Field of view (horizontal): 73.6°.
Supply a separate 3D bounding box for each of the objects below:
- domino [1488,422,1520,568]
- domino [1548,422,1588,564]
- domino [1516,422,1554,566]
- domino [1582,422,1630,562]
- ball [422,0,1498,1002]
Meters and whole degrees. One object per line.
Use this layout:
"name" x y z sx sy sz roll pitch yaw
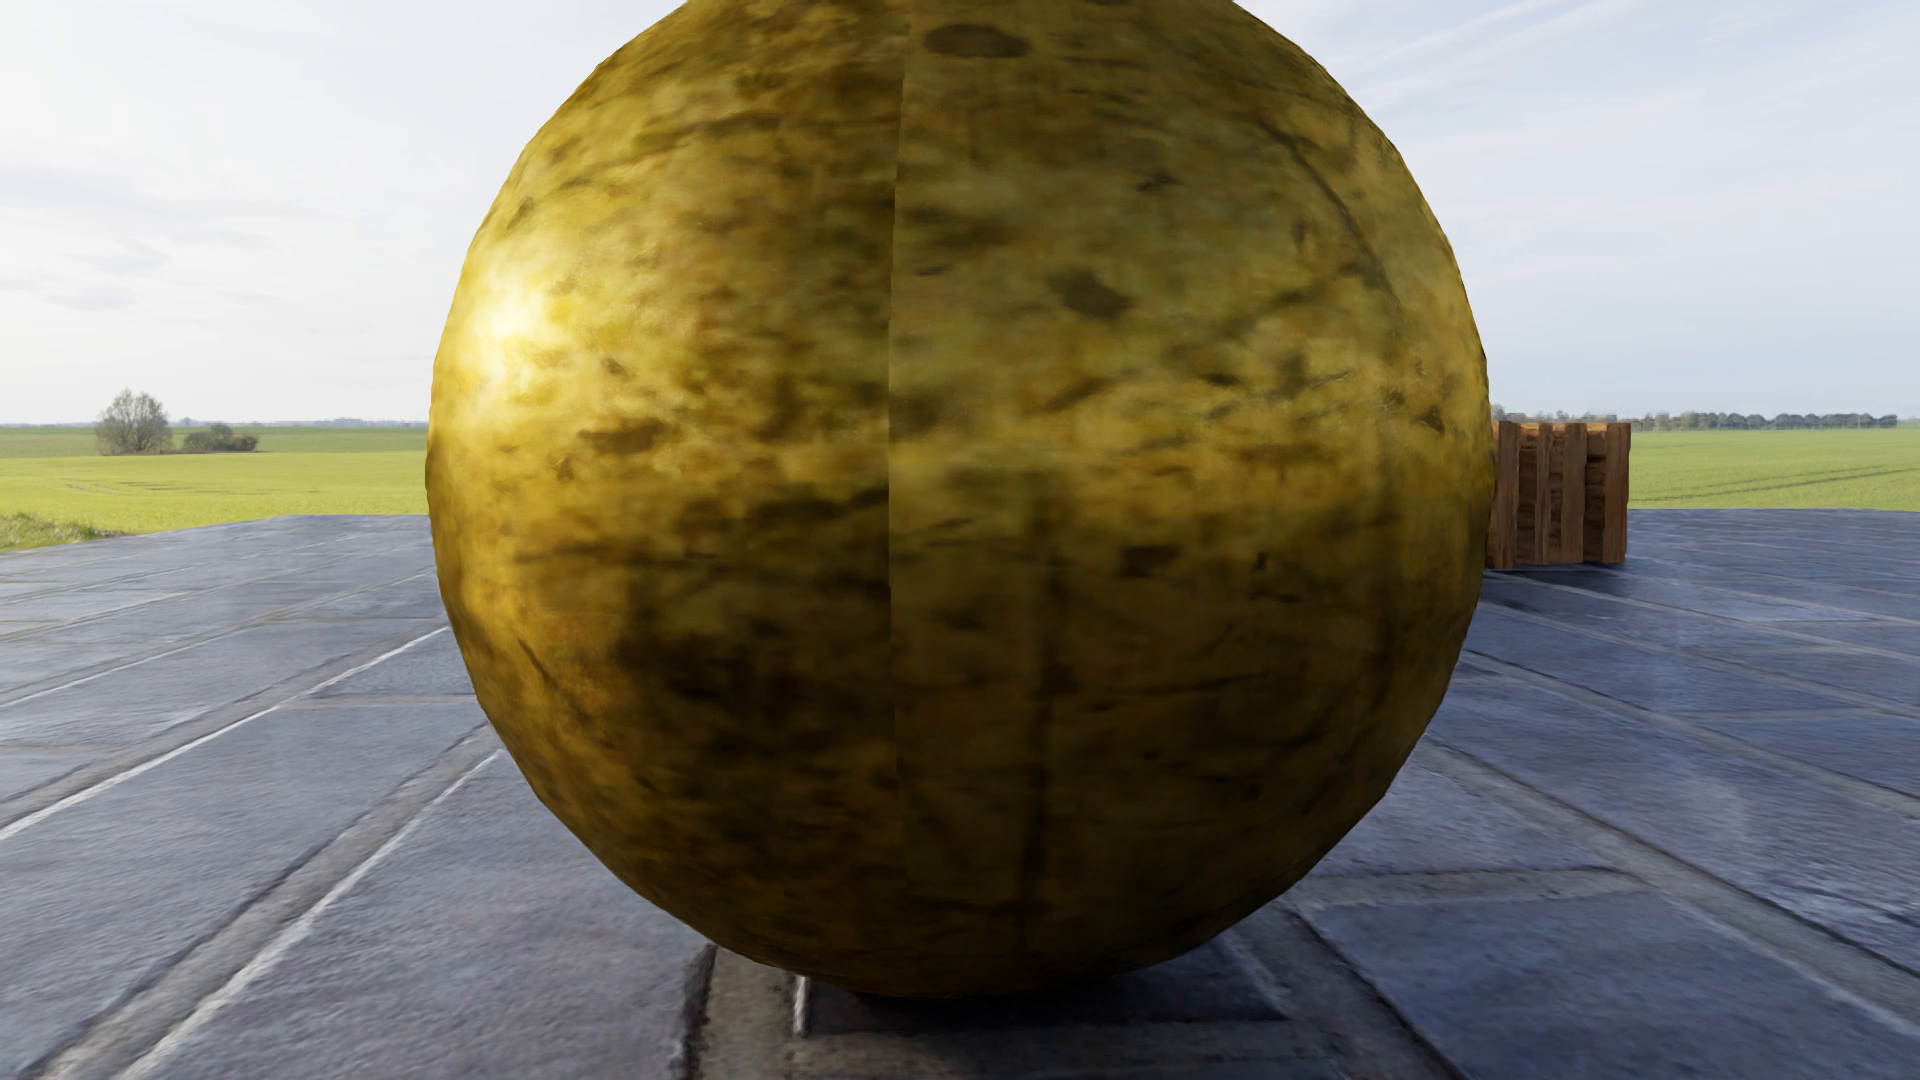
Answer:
"domino" 0.182 -0.016 0.450 0.009 0.050 0.025 -2 5 -23
"domino" 0.215 -0.018 0.467 0.010 0.050 0.025 -1 4 -15
"domino" 0.198 -0.017 0.460 0.009 0.050 0.025 -3 5 -35
"domino" 0.233 -0.018 0.472 0.009 0.050 0.025 -1 4 -12
"ball" 0.000 -0.005 0.103 0.080 0.080 0.080 0 4 0
